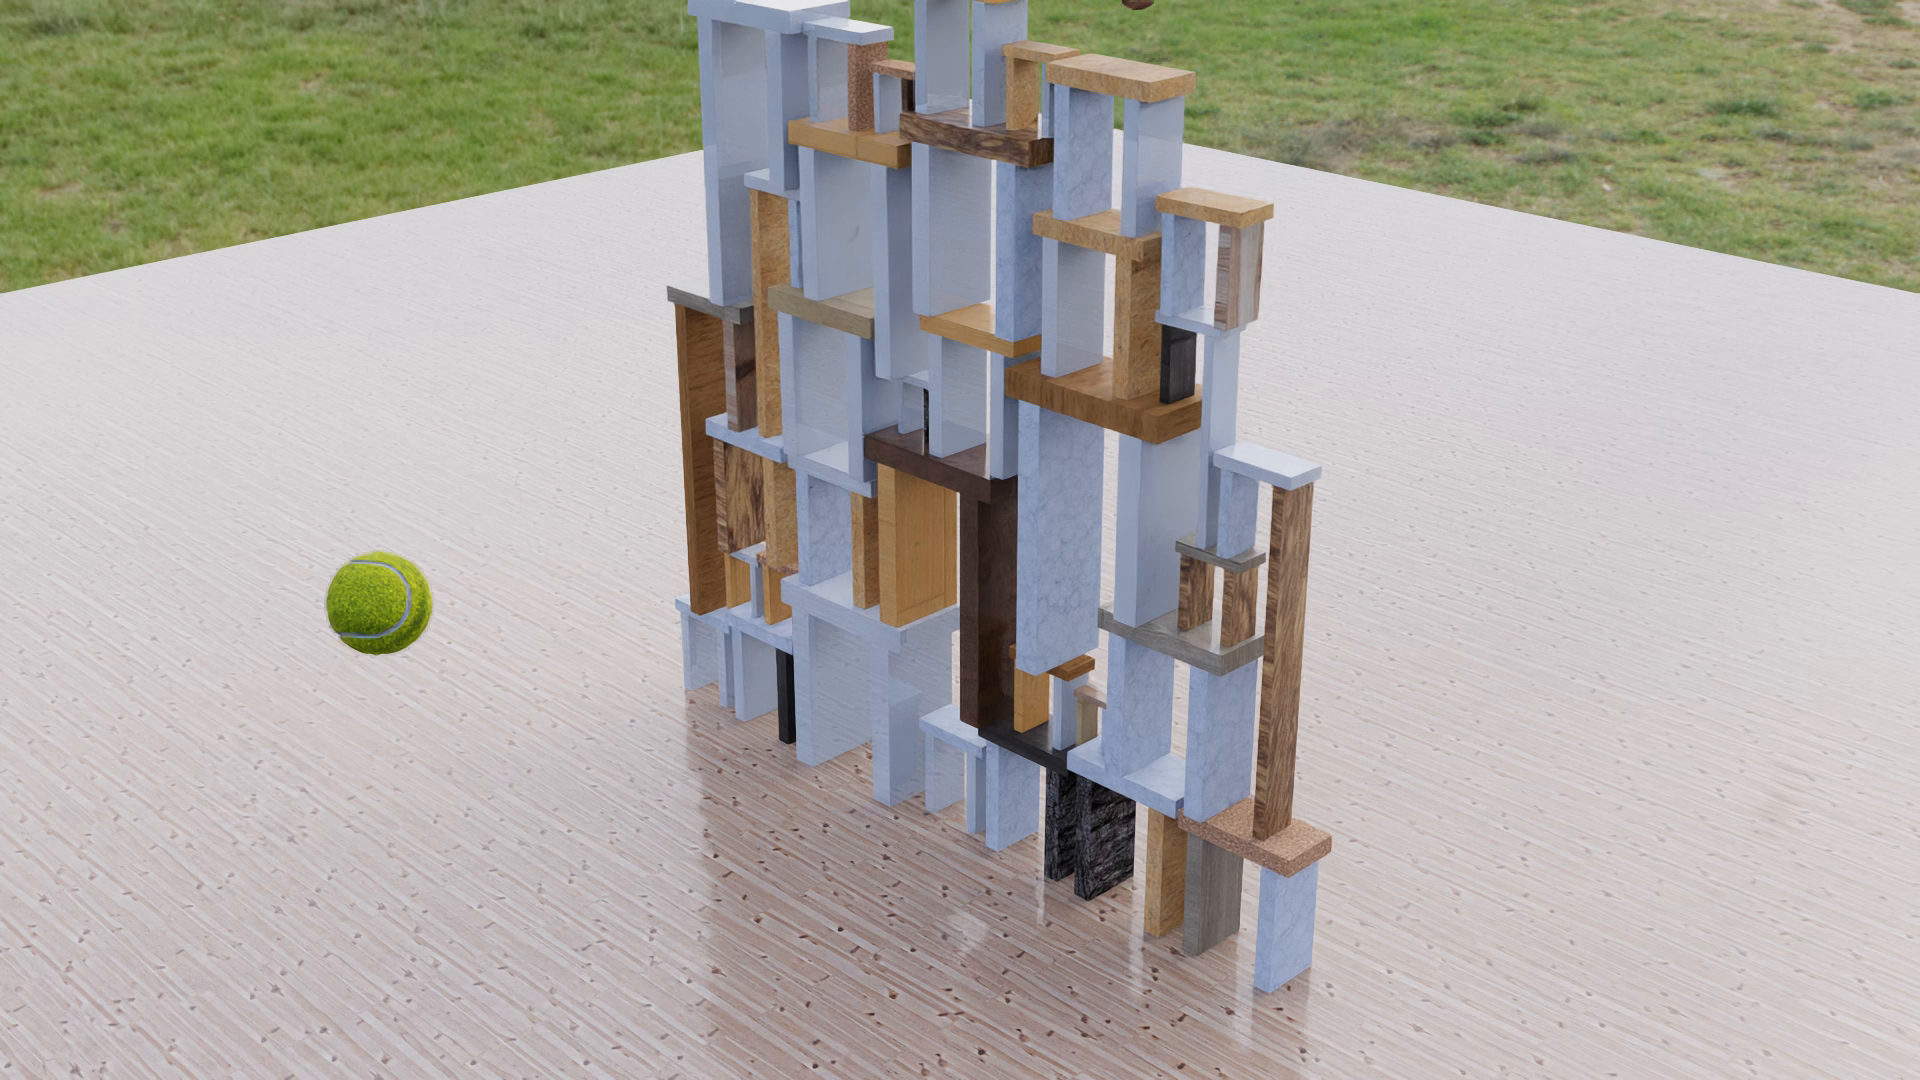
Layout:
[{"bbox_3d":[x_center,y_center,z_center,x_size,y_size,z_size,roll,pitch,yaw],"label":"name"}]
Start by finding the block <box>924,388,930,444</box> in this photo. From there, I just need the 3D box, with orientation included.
[{"bbox_3d":[-0.044,-0.242,4.170,0.054,0.107,0.015,-21,31,-40],"label":"block"}]

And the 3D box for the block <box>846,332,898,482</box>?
[{"bbox_3d":[-0.150,-0.273,4.264,0.148,0.296,0.042,-21,31,-40],"label":"block"}]

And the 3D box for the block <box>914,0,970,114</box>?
[{"bbox_3d":[-0.032,-0.869,3.897,0.106,0.212,0.030,-21,31,-41],"label":"block"}]

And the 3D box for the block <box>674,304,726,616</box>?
[{"bbox_3d":[-0.539,-0.179,4.730,0.034,0.705,0.118,21,31,40],"label":"block"}]

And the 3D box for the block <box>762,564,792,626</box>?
[{"bbox_3d":[-0.386,0.107,4.690,0.019,0.137,0.068,21,31,41],"label":"block"}]

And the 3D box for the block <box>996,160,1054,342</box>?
[{"bbox_3d":[0.134,-0.520,3.864,0.158,0.316,0.045,-21,31,-40],"label":"block"}]

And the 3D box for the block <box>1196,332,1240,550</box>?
[{"bbox_3d":[0.433,-0.169,3.686,0.069,0.378,0.020,-21,31,-40],"label":"block"}]

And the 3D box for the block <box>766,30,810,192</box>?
[{"bbox_3d":[-0.296,-0.828,4.190,0.043,0.301,0.150,22,32,40],"label":"block"}]

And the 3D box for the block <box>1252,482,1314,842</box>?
[{"bbox_3d":[0.545,0.205,3.717,0.023,0.657,0.081,21,31,41],"label":"block"}]

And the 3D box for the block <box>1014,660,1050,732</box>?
[{"bbox_3d":[0.137,0.286,4.204,0.075,0.150,0.021,-21,31,-40],"label":"block"}]

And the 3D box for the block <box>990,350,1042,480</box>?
[{"bbox_3d":[0.108,-0.239,3.997,0.119,0.238,0.034,-21,31,-40],"label":"block"}]

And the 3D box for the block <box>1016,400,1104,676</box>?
[{"bbox_3d":[0.183,-0.022,4.012,0.050,0.526,0.175,21,31,40],"label":"block"}]

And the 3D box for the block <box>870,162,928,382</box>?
[{"bbox_3d":[-0.094,-0.513,4.110,0.042,0.408,0.148,21,31,41],"label":"block"}]

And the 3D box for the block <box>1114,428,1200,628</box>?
[{"bbox_3d":[0.348,-0.039,3.826,0.050,0.350,0.175,21,31,41],"label":"block"}]

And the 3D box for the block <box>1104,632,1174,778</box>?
[{"bbox_3d":[0.327,0.278,3.987,0.040,0.280,0.140,21,31,41],"label":"block"}]

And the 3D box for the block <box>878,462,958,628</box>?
[{"bbox_3d":[-0.082,-0.011,4.315,0.048,0.336,0.168,21,31,41],"label":"block"}]

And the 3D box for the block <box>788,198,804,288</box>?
[{"bbox_3d":[-0.291,-0.587,4.294,0.088,0.175,0.025,-21,31,-40],"label":"block"}]

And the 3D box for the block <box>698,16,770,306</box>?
[{"bbox_3d":[-0.437,-0.759,4.373,0.043,0.573,0.150,22,32,40],"label":"block"}]

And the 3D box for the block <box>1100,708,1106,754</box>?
[{"bbox_3d":[0.282,0.346,4.069,0.013,0.091,0.045,21,31,41],"label":"block"}]

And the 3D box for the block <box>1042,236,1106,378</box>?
[{"bbox_3d":[0.197,-0.416,3.824,0.035,0.247,0.123,21,32,40],"label":"block"}]

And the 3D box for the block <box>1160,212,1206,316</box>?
[{"bbox_3d":[0.368,-0.462,3.623,0.024,0.173,0.086,20,30,40],"label":"block"}]

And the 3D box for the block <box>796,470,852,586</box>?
[{"bbox_3d":[-0.275,-0.041,4.501,0.035,0.246,0.123,21,31,41],"label":"block"}]

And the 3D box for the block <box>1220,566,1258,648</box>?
[{"bbox_3d":[0.477,0.107,3.751,0.070,0.140,0.020,-21,31,-41],"label":"block"}]

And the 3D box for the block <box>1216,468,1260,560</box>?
[{"bbox_3d":[0.468,-0.056,3.696,0.023,0.161,0.081,19,29,38],"label":"block"}]

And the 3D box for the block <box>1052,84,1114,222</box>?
[{"bbox_3d":[0.208,-0.661,3.705,0.032,0.227,0.113,21,32,40],"label":"block"}]

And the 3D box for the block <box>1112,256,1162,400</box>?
[{"bbox_3d":[0.314,-0.370,3.717,0.035,0.247,0.123,22,32,40],"label":"block"}]

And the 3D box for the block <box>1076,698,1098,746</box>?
[{"bbox_3d":[0.238,0.342,4.114,0.045,0.119,0.013,-21,31,-40],"label":"block"}]

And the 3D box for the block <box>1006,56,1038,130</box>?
[{"bbox_3d":[0.107,-0.771,3.777,0.063,0.125,0.018,-21,31,-41],"label":"block"}]

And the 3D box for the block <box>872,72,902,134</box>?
[{"bbox_3d":[-0.132,-0.803,4.024,0.055,0.110,0.016,-22,30,-40],"label":"block"}]

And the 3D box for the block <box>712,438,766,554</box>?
[{"bbox_3d":[-0.463,-0.109,4.686,0.121,0.258,0.034,-21,31,-40],"label":"block"}]

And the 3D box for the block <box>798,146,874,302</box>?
[{"bbox_3d":[-0.235,-0.619,4.215,0.148,0.295,0.042,-22,31,-40],"label":"block"}]

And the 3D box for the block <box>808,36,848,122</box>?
[{"bbox_3d":[-0.245,-0.867,4.112,0.023,0.159,0.080,21,31,40],"label":"block"}]

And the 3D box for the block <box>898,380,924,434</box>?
[{"bbox_3d":[-0.094,-0.261,4.217,0.054,0.107,0.015,-21,31,-40],"label":"block"}]

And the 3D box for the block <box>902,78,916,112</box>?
[{"bbox_3d":[-0.080,-0.783,3.977,0.016,0.110,0.055,20,31,41],"label":"block"}]

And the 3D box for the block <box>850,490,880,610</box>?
[{"bbox_3d":[-0.159,0.004,4.394,0.035,0.246,0.123,21,31,41],"label":"block"}]

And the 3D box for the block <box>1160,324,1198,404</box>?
[{"bbox_3d":[0.367,-0.303,3.698,0.020,0.139,0.069,21,31,40],"label":"block"}]

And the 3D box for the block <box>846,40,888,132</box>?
[{"bbox_3d":[-0.169,-0.838,4.043,0.023,0.159,0.080,22,32,40],"label":"block"}]

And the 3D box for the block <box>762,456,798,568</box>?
[{"bbox_3d":[-0.350,-0.073,4.578,0.121,0.241,0.034,-21,31,-40],"label":"block"}]

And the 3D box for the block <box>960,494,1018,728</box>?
[{"bbox_3d":[0.076,0.114,4.196,0.168,0.473,0.048,-21,31,-40],"label":"block"}]

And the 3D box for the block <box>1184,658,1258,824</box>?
[{"bbox_3d":[0.459,0.337,3.869,0.040,0.296,0.140,21,31,41],"label":"block"}]

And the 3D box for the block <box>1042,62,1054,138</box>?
[{"bbox_3d":[0.166,-0.748,3.723,0.063,0.125,0.018,-21,31,-40],"label":"block"}]

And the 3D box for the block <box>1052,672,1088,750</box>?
[{"bbox_3d":[0.208,0.314,4.139,0.075,0.150,0.021,-21,31,-41],"label":"block"}]

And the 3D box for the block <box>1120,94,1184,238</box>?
[{"bbox_3d":[0.315,-0.618,3.606,0.032,0.227,0.113,22,32,40],"label":"block"}]

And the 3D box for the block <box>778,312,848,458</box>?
[{"bbox_3d":[-0.289,-0.327,4.393,0.148,0.296,0.042,-22,31,-40],"label":"block"}]

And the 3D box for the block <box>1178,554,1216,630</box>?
[{"bbox_3d":[0.410,0.081,3.811,0.070,0.140,0.020,-21,31,-40],"label":"block"}]

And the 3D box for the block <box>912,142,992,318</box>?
[{"bbox_3d":[-0.015,-0.578,4.002,0.158,0.316,0.045,-21,31,-40],"label":"block"}]

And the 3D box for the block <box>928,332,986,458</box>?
[{"bbox_3d":[-0.004,-0.283,4.101,0.119,0.238,0.034,-21,31,-40],"label":"block"}]

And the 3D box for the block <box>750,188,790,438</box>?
[{"bbox_3d":[-0.374,-0.462,4.437,0.025,0.518,0.088,21,31,40],"label":"block"}]

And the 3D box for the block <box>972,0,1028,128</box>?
[{"bbox_3d":[0.069,-0.830,3.804,0.106,0.212,0.030,-21,31,-41],"label":"block"}]

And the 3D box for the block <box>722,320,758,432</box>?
[{"bbox_3d":[-0.428,-0.351,4.535,0.118,0.237,0.034,-22,31,-40],"label":"block"}]

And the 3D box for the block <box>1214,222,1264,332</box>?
[{"bbox_3d":[0.450,-0.431,3.548,0.024,0.173,0.086,22,32,40],"label":"block"}]
